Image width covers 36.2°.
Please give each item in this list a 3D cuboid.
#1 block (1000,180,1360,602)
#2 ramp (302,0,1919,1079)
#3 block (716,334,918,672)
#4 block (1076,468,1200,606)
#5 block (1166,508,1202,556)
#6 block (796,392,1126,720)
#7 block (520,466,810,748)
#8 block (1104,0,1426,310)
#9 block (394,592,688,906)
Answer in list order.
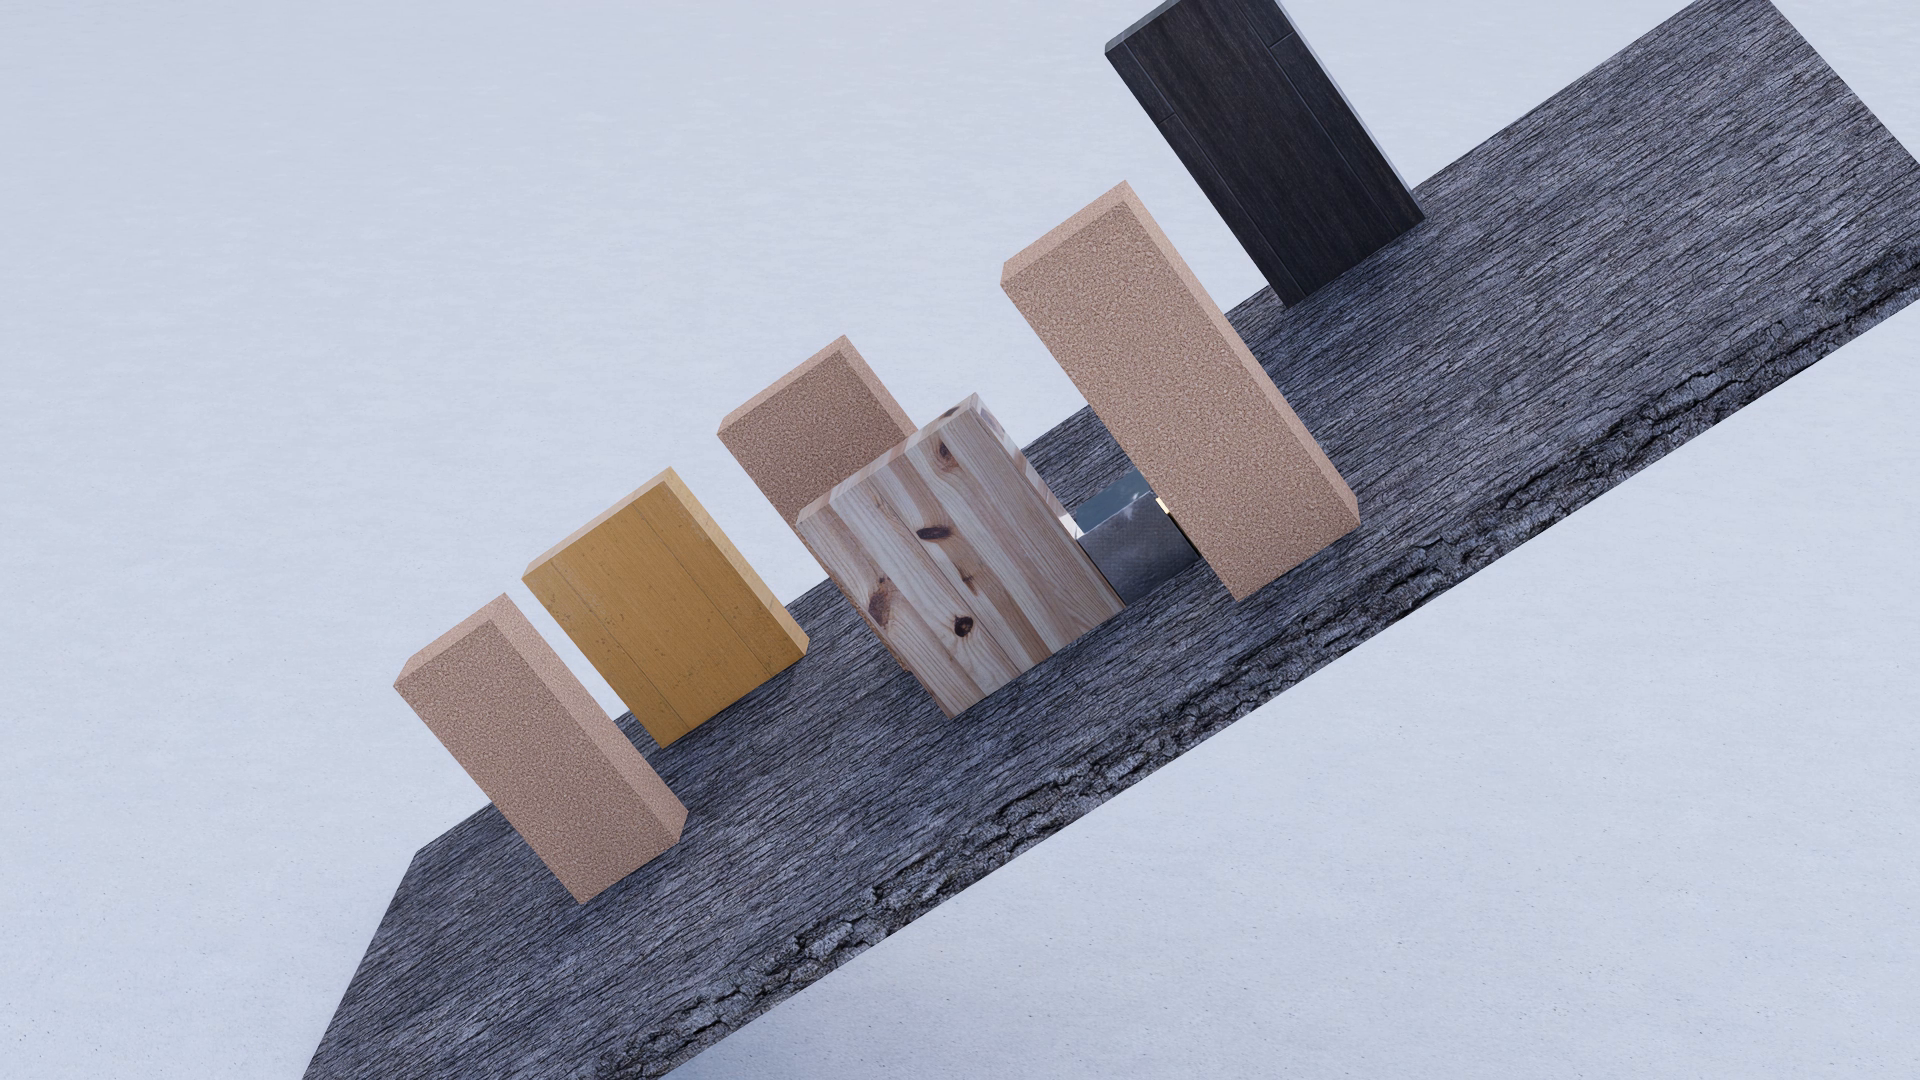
[{"bbox_3d":[0.406,-0.267,5.375,0.271,0.749,0.141,-33,16,16],"label":"block"},{"bbox_3d":[0.132,0.177,6.315,4.000,0.100,2.000,-33,16,16],"label":"ramp"},{"bbox_3d":[-0.181,-0.074,6.282,0.327,0.669,0.107,-33,16,16],"label":"block"},{"bbox_3d":[0.353,-0.013,5.850,0.174,0.174,0.174,-34,16,14],"label":"block"},{"bbox_3d":[0.486,-0.061,5.806,0.113,0.113,0.113,-34,16,14],"label":"block"},{"bbox_3d":[0.005,0.036,5.843,0.435,0.514,0.085,-33,16,16],"label":"block"},{"bbox_3d":[-0.698,0.164,6.994,0.435,0.541,0.097,-33,16,16],"label":"block"},{"bbox_3d":[0.692,-0.927,6.665,0.375,0.730,0.108,-33,16,16],"label":"block"},{"bbox_3d":[-0.911,0.459,6.427,0.276,0.646,0.146,-33,16,16],"label":"block"}]
